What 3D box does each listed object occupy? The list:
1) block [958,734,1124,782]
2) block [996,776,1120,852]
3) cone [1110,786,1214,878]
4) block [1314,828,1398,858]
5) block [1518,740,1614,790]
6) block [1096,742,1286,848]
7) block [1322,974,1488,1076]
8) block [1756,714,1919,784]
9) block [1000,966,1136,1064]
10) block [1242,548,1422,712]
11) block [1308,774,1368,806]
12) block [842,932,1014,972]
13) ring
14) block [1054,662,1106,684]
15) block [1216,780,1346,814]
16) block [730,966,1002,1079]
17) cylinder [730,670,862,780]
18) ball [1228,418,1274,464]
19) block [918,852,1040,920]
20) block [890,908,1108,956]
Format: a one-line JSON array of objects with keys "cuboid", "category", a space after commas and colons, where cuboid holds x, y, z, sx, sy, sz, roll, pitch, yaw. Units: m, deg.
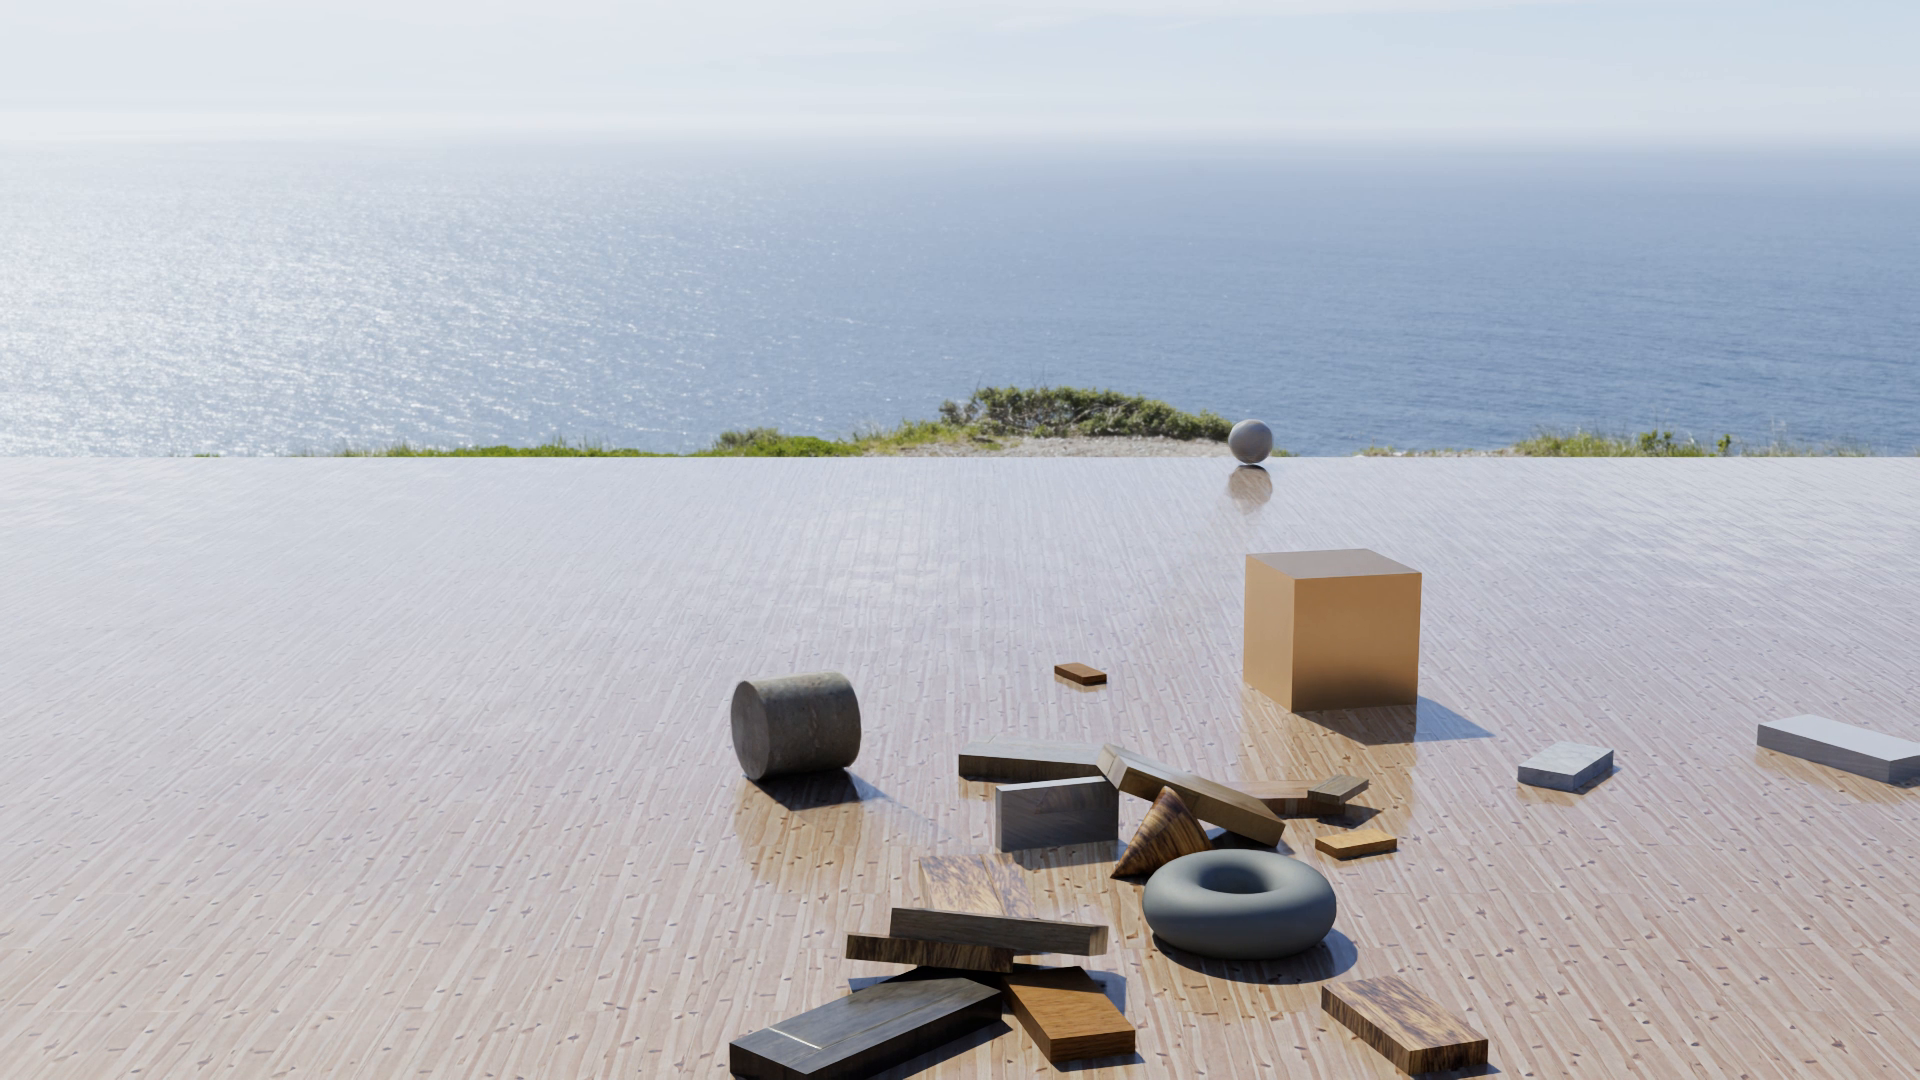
[{"cuboid": [0.163, 0.437, 4.373, 0.302, 0.043, 0.151, 3, 11, 15], "category": "block"}, {"cuboid": [0.174, 0.487, 3.920, 0.223, 0.112, 0.032, -3, 11, -18], "category": "block"}, {"cuboid": [0.324, 0.535, 3.762, 0.166, 0.166, 0.166, -30, 18, -12], "category": "cone"}, {"cuboid": [0.702, 0.538, 3.900, 0.130, 0.018, 0.065, -5, 12, -25], "category": "block"}, {"cuboid": [1.201, 0.446, 4.357, 0.112, 0.032, 0.223, 8, 13, 35], "category": "block"}, {"cuboid": [0.412, 0.456, 3.941, 0.317, 0.045, 0.158, 21, 6, -14], "category": "block"}, {"cuboid": [0.622, 0.679, 3.093, 0.123, 0.035, 0.246, -4, 11, -19], "category": "block"}, {"cuboid": [1.800, 0.420, 4.460, 0.158, 0.045, 0.317, -6, 12, -29], "category": "block"}, {"cuboid": [0.150, 0.672, 3.130, 0.123, 0.035, 0.246, -3, 11, -15], "category": "block"}, {"cuboid": [0.835, 0.198, 4.963, 0.298, 0.298, 0.298, -3, 11, -13], "category": "block"}, {"cuboid": [0.707, 0.466, 4.112, 0.065, 0.018, 0.130, 7, 13, 34], "category": "block"}, {"cuboid": [-0.050, 0.613, 3.273, 0.246, 0.035, 0.123, 6, -8, -5], "category": "block"}, {"cuboid": [0.441, 0.575, 3.476, 0.306, 0.102, 0.306, -1, 12, 0], "category": "ring"}, {"cuboid": [0.280, 0.311, 5.122, 0.065, 0.018, 0.130, -5, 12, -27], "category": "block"}, {"cuboid": [0.604, 0.485, 4.147, 0.223, 0.032, 0.112, -1, 11, -3], "category": "block"}, {"cuboid": [-0.126, 0.682, 3.056, 0.151, 0.043, 0.384, 10, 14, 42], "category": "block"}, {"cuboid": [-0.325, 0.365, 4.347, 0.195, 0.195, 0.195, -6, 12, -27], "category": "cylinder"}, {"cuboid": [1.113, -0.377, 8.400, 0.173, 0.173, 0.173, 0, 11, 0], "category": "ball"}, {"cuboid": [0.027, 0.584, 3.578, 0.158, 0.045, 0.317, -1, 11, -7], "category": "block"}, {"cuboid": [0.061, 0.588, 3.309, 0.302, 0.043, 0.151, 3, -8, 14], "category": "block"}]
